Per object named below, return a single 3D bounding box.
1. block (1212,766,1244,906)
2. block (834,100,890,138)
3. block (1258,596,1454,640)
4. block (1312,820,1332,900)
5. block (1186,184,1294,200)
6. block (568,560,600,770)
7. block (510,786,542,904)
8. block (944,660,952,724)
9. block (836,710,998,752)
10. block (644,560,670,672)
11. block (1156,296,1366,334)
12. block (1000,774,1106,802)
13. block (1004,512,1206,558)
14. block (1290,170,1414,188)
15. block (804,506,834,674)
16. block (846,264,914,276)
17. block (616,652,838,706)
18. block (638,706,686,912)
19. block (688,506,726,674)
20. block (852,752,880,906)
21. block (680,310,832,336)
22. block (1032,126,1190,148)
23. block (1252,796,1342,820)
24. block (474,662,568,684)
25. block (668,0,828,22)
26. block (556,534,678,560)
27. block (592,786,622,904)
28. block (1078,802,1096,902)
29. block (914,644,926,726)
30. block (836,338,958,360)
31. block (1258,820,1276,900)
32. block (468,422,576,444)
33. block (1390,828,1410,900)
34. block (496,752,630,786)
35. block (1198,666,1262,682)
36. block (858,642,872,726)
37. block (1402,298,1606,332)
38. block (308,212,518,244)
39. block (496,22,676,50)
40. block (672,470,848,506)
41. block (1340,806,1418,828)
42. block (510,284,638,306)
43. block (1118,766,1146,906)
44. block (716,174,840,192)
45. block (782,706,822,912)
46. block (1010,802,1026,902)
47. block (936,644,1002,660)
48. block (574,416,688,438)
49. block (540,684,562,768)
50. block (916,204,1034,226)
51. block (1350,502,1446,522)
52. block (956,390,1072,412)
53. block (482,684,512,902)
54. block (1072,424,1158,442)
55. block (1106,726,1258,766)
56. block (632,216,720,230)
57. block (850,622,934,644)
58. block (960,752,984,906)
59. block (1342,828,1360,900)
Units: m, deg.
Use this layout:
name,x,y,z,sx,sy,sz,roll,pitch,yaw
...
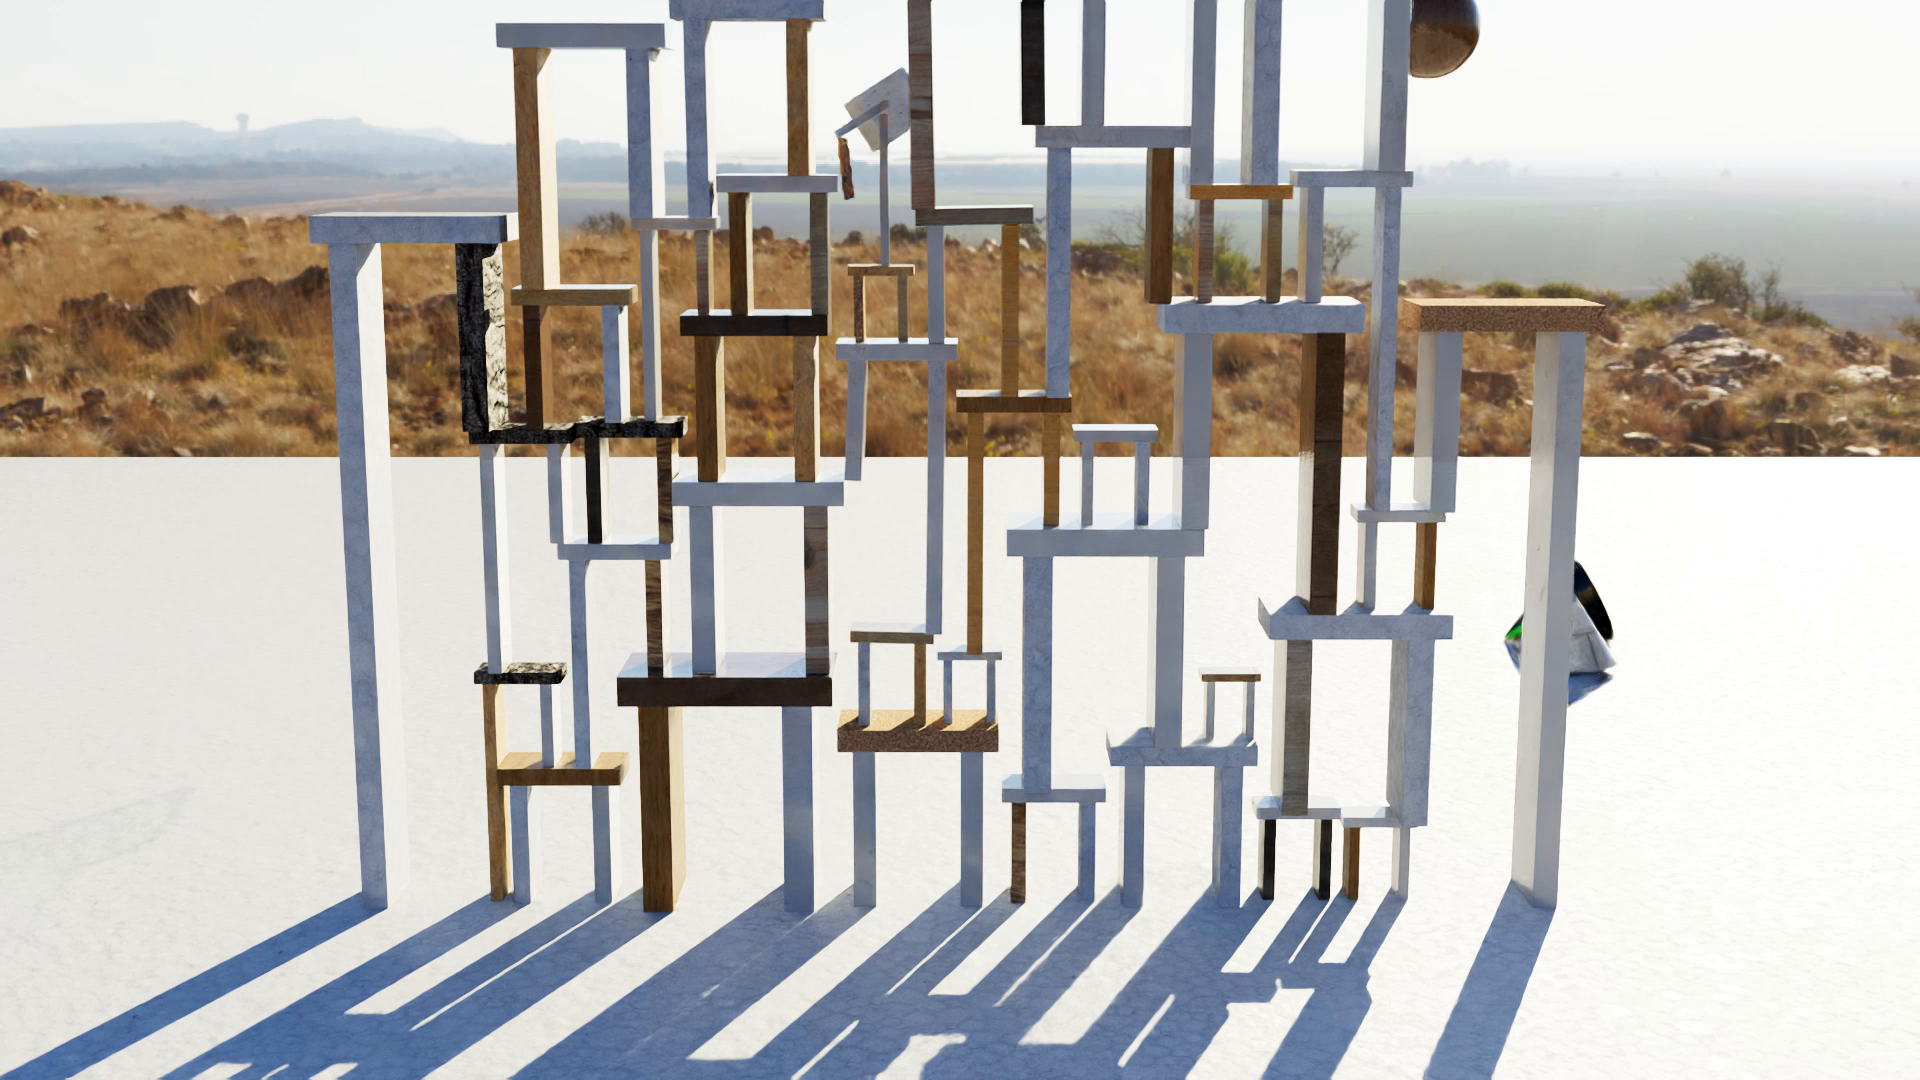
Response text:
name,x,y,z,sx,sy,sz,roll,pitch,yaw
block,0.443,0.473,3.643,0.034,0.239,0.119,0,11,0
block,-0.153,-0.656,3.426,0.094,0.013,0.047,-32,10,1
block,0.642,0.126,3.583,0.293,0.042,0.147,0,11,0
block,0.603,0.521,3.660,0.020,0.139,0.069,0,11,0
block,0.438,-0.548,3.460,0.160,0.023,0.080,0,11,0
block,-0.613,0.194,3.594,0.026,0.347,0.091,0,11,0
block,-0.721,0.491,3.655,0.028,0.201,0.100,0,11,0
block,-0.020,0.243,3.608,0.015,0.106,0.053,0,11,0
block,-0.068,0.314,3.620,0.262,0.037,0.131,0,11,0
block,-0.492,0.113,3.579,0.026,0.183,0.091,0,10,0
block,0.475,-0.358,3.494,0.311,0.044,0.156,0,11,1
block,0.153,0.410,3.635,0.171,0.024,0.086,0,11,0
block,0.231,-0.009,3.563,0.314,0.044,0.157,0,11,0
block,0.613,-0.568,3.451,0.179,0.025,0.090,0,11,1
block,-0.229,0.068,3.575,0.039,0.273,0.136,0,11,0
block,-0.125,-0.427,3.479,0.104,0.015,0.052,0,11,1
block,-0.376,0.227,3.600,0.345,0.049,0.172,0,11,0
block,-0.491,0.421,3.635,0.049,0.345,0.172,0,11,0
block,-0.411,0.068,3.575,0.039,0.273,0.136,0,11,0
block,-0.155,0.461,3.647,0.037,0.262,0.131,0,11,0
block,-0.322,-0.345,3.492,0.230,0.033,0.115,0,11,0
block,0.235,-0.631,3.440,0.239,0.034,0.120,0,11,0
block,0.557,0.443,3.646,0.139,0.020,0.069,0,10,0
block,-0.719,0.218,3.599,0.140,0.020,0.070,0,11,0
block,-0.326,-0.822,3.404,0.236,0.033,0.118,0,11,-1
block,-0.553,0.011,3.560,0.183,0.026,0.091,0,11,0
block,-0.587,0.491,3.655,0.028,0.201,0.100,0,11,0
block,0.210,0.506,3.653,0.024,0.171,0.086,0,11,0
block,-0.065,0.229,3.602,0.019,0.136,0.068,0,11,0
block,-0.100,-0.304,3.501,0.191,0.027,0.095,0,11,0
block,0.511,0.521,3.660,0.020,0.139,0.069,0,10,0
block,-0.698,-0.171,3.524,0.161,0.023,0.081,0,11,0
block,0.734,0.529,3.661,0.017,0.123,0.062,0,11,0
block,-0.654,0.378,3.634,0.201,0.028,0.100,0,11,0
block,0.441,0.220,3.601,0.097,0.014,0.049,0,11,0
block,-0.156,0.229,3.602,0.019,0.136,0.068,0,11,0
block,0.861,-0.358,3.497,0.287,0.041,0.144,0,10,0
block,-0.859,-0.493,3.470,0.294,0.042,0.147,0,11,0
block,-0.578,-0.780,3.411,0.258,0.037,0.129,0,11,0
block,-0.320,-0.085,3.547,0.273,0.039,0.136,0,11,0
block,0.693,0.459,3.649,0.123,0.017,0.062,0,11,0
block,-0.611,-0.389,3.492,0.185,0.026,0.093,0,11,0
block,0.284,0.473,3.643,0.034,0.239,0.119,0,11,0
block,-0.284,-0.561,3.457,0.189,0.027,0.095,0,11,-1
block,-0.261,0.421,3.635,0.049,0.345,0.172,0,11,0
block,0.096,0.506,3.652,0.024,0.171,0.086,0,11,0
block,0.015,0.184,3.596,0.106,0.015,0.053,0,11,0
block,-0.527,-0.182,3.529,0.170,0.024,0.085,0,11,0
block,-0.672,0.296,3.613,0.020,0.140,0.070,0,11,0
block,0.023,-0.511,3.463,0.184,0.026,0.092,-1,11,1
block,0.707,-0.044,3.550,0.142,0.020,0.071,0,11,1
block,0.085,-0.222,3.520,0.182,0.026,0.091,0,11,0
block,-0.765,0.409,3.634,0.020,0.369,0.070,0,11,0
block,0.248,-0.172,3.528,0.134,0.019,0.067,0,11,0
block,0.363,0.340,3.618,0.238,0.034,0.119,0,11,0
block,-0.448,-0.501,3.471,0.131,0.019,0.066,0,11,0
block,-0.110,0.152,3.587,0.136,0.019,0.068,1,11,0
block,0.019,0.461,3.647,0.037,0.262,0.131,0,11,0
block,0.651,0.529,3.661,0.017,0.123,0.062,0,11,0
